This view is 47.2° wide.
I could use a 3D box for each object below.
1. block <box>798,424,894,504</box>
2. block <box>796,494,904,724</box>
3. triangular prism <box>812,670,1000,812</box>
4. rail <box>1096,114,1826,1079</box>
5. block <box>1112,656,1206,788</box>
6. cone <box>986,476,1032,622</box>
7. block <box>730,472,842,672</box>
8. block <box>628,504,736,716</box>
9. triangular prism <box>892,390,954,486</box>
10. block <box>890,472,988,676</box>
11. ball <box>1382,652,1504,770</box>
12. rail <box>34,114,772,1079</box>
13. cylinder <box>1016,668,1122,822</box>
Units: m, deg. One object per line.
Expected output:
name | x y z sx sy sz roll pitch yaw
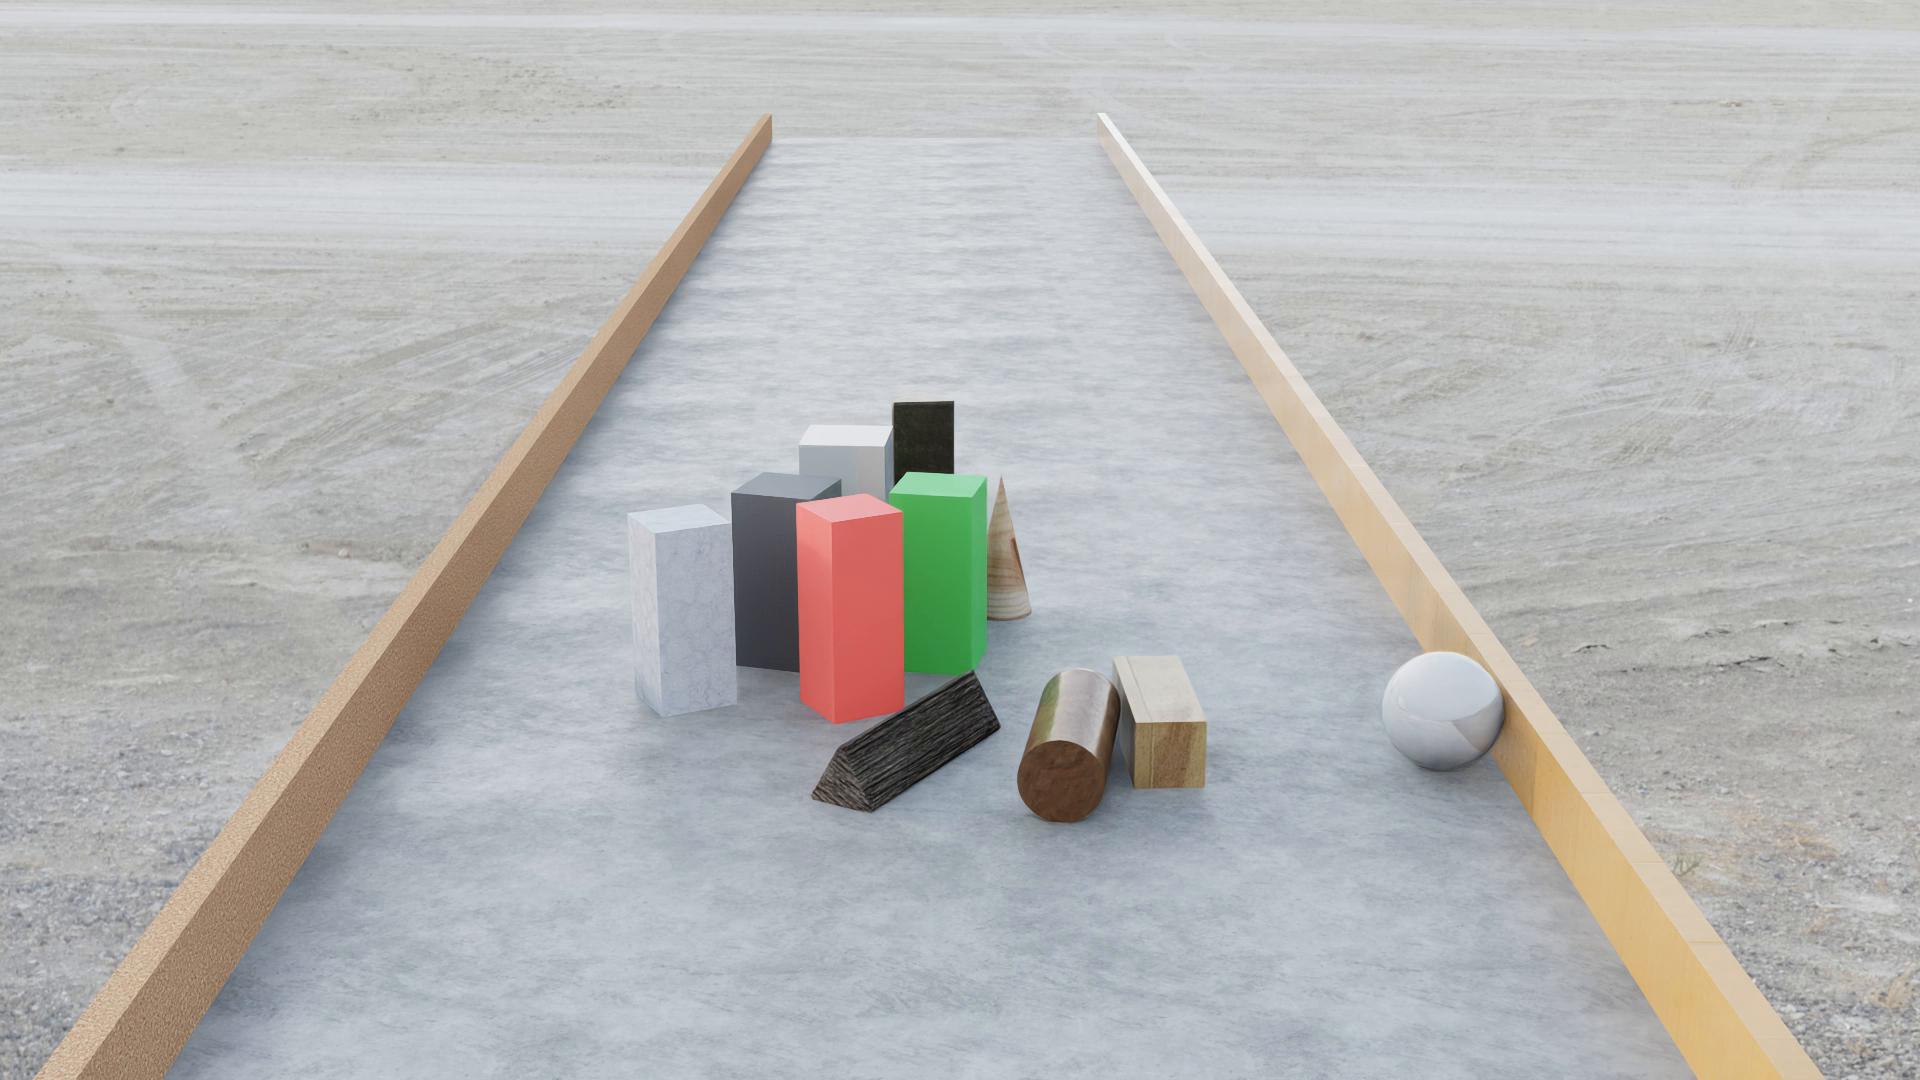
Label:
block | -0.237 -0.032 4.648 0.177 0.390 0.177 1 17 4
block | -0.205 0.127 4.116 0.146 0.390 0.146 -9 19 -28
triangular prism | -0.089 0.342 3.882 0.121 0.105 0.444 9 19 29
rail | 0.932 -0.844 7.801 0.050 0.150 12.000 0 17 -1
block | 0.352 0.321 3.932 0.122 0.122 0.337 -1 17 -3
cone | 0.087 0.007 4.670 0.134 0.305 0.134 0 17 0
block | -0.342 0.064 4.386 0.167 0.357 0.167 5 17 17
block | -0.525 0.131 4.159 0.150 0.358 0.150 -8 19 -26
triangular prism | -0.087 -0.122 4.914 0.135 0.412 0.117 -2 17 -6
block | -0.041 0.066 4.365 0.163 0.365 0.163 3 17 11
ball | 0.846 0.299 3.855 0.209 0.209 0.209 0 17 0
rail | -1.118 -0.838 7.780 0.050 0.150 12.000 0 17 -1
cylinder | 0.192 0.349 3.796 0.147 0.147 0.353 2 17 8
